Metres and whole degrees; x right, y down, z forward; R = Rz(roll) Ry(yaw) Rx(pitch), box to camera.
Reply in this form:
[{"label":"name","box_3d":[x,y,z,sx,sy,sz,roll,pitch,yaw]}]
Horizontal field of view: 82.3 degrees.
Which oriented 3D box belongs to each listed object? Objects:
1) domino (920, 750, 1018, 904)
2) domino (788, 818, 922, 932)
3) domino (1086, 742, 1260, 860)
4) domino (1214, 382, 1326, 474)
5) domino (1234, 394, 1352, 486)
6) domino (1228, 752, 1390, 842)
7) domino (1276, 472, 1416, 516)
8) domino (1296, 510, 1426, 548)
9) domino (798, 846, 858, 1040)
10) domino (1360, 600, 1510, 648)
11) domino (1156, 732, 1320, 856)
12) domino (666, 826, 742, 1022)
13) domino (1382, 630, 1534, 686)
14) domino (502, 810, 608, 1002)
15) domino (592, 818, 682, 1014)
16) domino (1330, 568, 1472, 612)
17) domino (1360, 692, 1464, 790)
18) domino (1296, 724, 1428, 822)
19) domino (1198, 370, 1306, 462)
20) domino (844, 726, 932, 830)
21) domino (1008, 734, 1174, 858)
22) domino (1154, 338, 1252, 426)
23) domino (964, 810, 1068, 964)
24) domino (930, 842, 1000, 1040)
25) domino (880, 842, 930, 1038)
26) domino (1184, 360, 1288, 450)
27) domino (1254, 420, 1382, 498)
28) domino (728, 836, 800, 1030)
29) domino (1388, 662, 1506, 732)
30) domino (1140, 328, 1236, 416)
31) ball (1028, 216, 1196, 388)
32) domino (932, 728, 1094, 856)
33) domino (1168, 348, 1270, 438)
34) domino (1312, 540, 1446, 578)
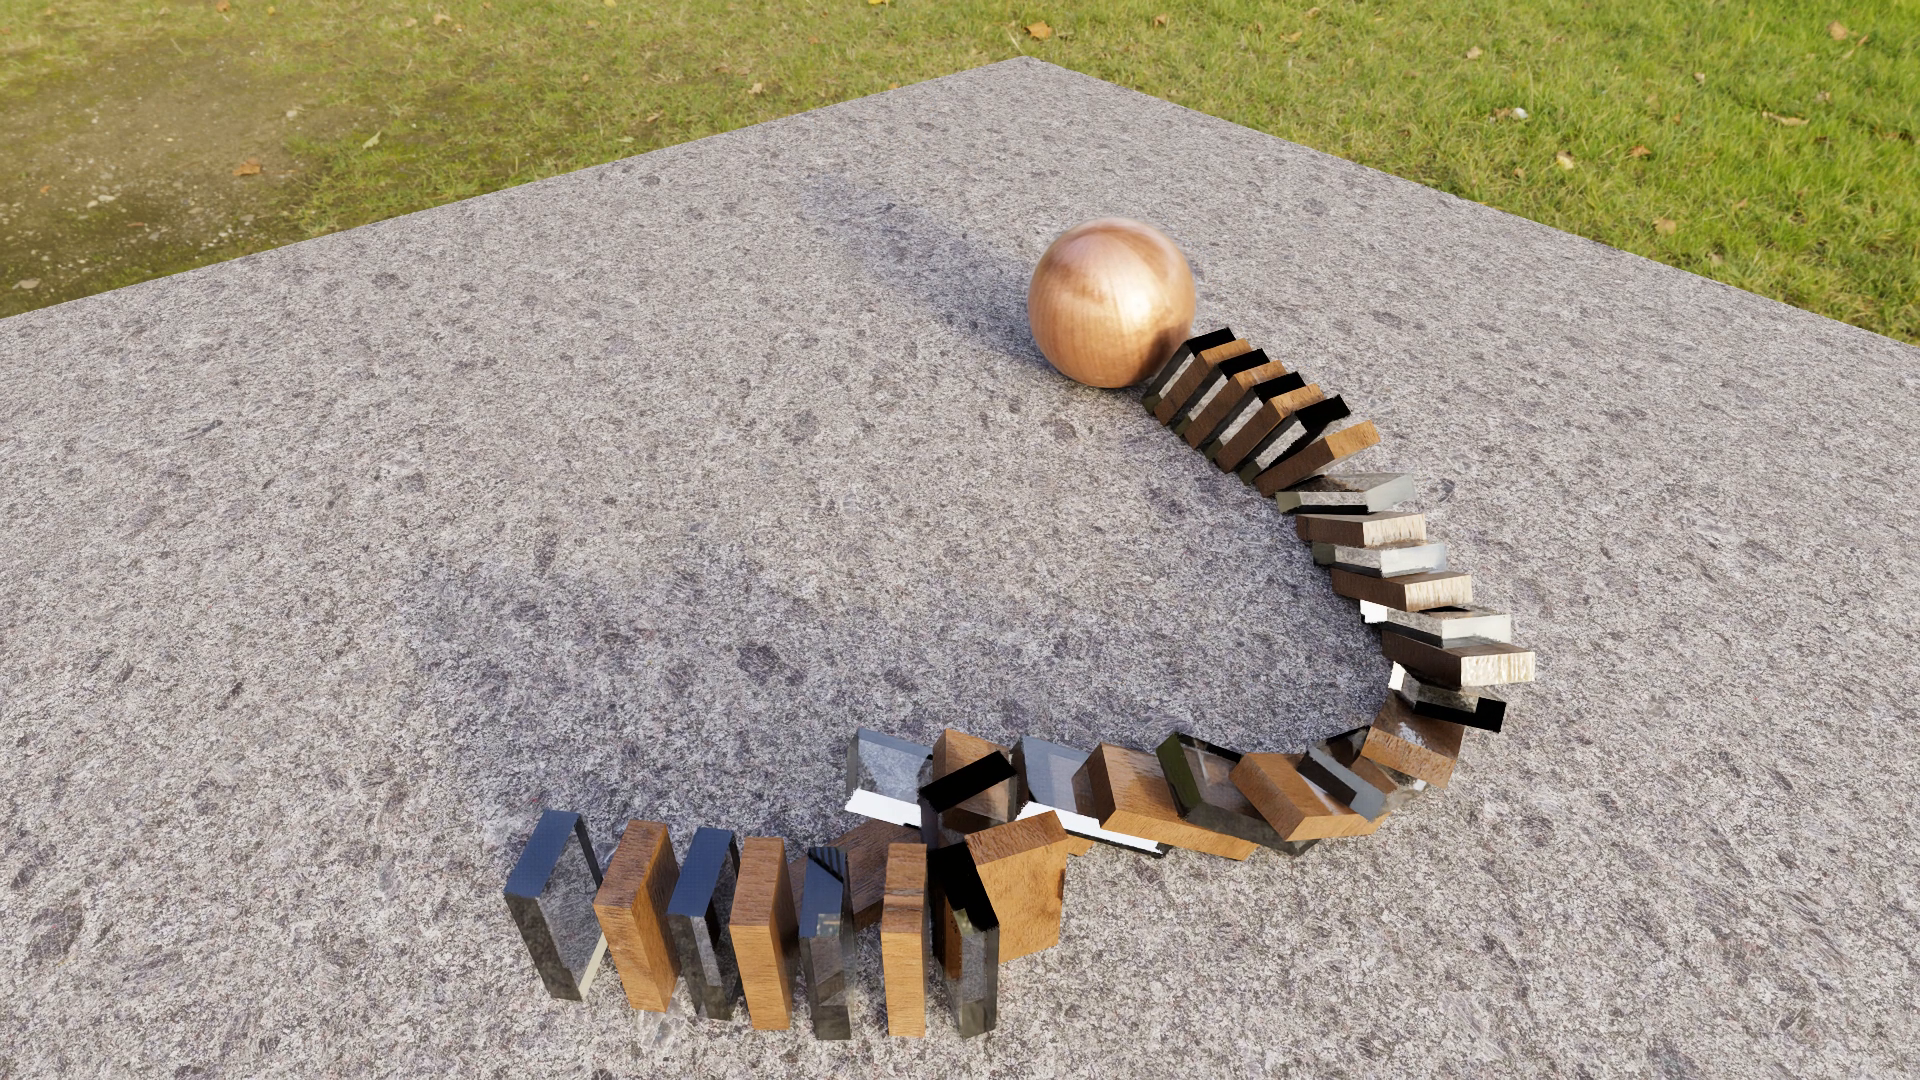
[{"label":"domino","box_3d":[0.002,0.084,0.309,0.025,0.050,0.009,-22,44,-24]},{"label":"domino","box_3d":[-0.028,0.098,0.323,0.050,0.010,0.025,-23,45,-26]},{"label":"domino","box_3d":[0.064,0.079,0.332,0.050,0.009,0.025,17,36,-18]},{"label":"domino","box_3d":[0.132,-0.047,0.470,0.025,0.050,0.009,-20,73,-23]},{"label":"domino","box_3d":[0.139,-0.041,0.464,0.025,0.050,0.010,-20,74,-23]},{"label":"domino","box_3d":[0.105,0.076,0.330,0.050,0.009,0.025,11,29,-42]},{"label":"domino","box_3d":[0.155,-0.019,0.446,0.025,0.009,0.050,-20,10,-23]},{"label":"domino","box_3d":[0.155,-0.005,0.427,0.025,0.009,0.050,-8,6,-10]},{"label":"domino","box_3d":[-0.033,0.105,0.284,0.010,0.050,0.025,0,39,0]},{"label":"domino","box_3d":[0.166,0.028,0.388,0.025,0.010,0.050,-4,6,-10]},{"label":"domino","box_3d":[0.083,0.076,0.329,0.050,0.010,0.025,23,33,-28]},{"label":"domino","box_3d":[-0.064,0.101,0.288,0.009,0.050,0.025,4,40,5]},{"label":"domino","box_3d":[0.168,0.039,0.375,0.025,0.009,0.050,-4,6,-7]},{"label":"domino","box_3d":[-0.105,0.098,0.292,0.009,0.050,0.025,5,40,6]},{"label":"domino","box_3d":[-0.082,0.100,0.290,0.009,0.050,0.025,5,40,6]},{"label":"domino","box_3d":[0.161,0.016,0.403,0.025,0.009,0.050,-8,7,-9]},{"label":"domino","box_3d":[0.144,0.063,0.349,0.025,0.010,0.050,22,14,24]},{"label":"domino","box_3d":[0.126,0.071,0.338,0.025,0.010,0.050,35,20,34]},{"label":"domino","box_3d":[0.127,-0.053,0.478,0.025,0.050,0.009,-20,73,-23]},{"label":"domino","box_3d":[-0.009,0.076,0.333,0.050,0.010,0.025,20,31,-16]},{"label":"domino","box_3d":[0.040,0.078,0.333,0.050,0.009,0.025,19,36,-17]},{"label":"domino","box_3d":[0.110,-0.071,0.500,0.025,0.050,0.010,-20,73,-23]},{"label":"domino","box_3d":[0.014,0.095,0.296,0.025,0.050,0.010,-12,41,-15]},{"label":"domino","box_3d":[0.001,0.104,0.284,0.009,0.050,0.025,-13,41,-15]},{"label":"domino","box_3d":[-0.014,0.104,0.284,0.009,0.050,0.025,1,39,1]},{"label":"domino","box_3d":[0.121,-0.059,0.485,0.025,0.050,0.009,-20,73,-23]},{"label":"domino","box_3d":[0.147,-0.033,0.455,0.025,0.050,0.010,-20,81,-23]},{"label":"domino","box_3d":[-0.050,0.103,0.286,0.010,0.050,0.025,0,39,0]},{"label":"domino","box_3d":[0.158,0.051,0.360,0.025,0.009,0.050,12,4,13]},{"label":"domino","box_3d":[0.105,-0.077,0.507,0.025,0.050,0.009,-20,73,-23]},{"label":"ball","box_3d":[0.072,-0.113,0.526,0.080,0.080,0.080,0,39,0]},{"label":"domino","box_3d":[0.016,0.076,0.333,0.050,0.010,0.025,20,35,-16]},{"label":"domino","box_3d":[0.116,-0.065,0.492,0.025,0.050,0.009,-20,73,-23]},{"label":"domino","box_3d":[0.157,0.005,0.416,0.025,0.009,0.050,-8,6,-9]}]
